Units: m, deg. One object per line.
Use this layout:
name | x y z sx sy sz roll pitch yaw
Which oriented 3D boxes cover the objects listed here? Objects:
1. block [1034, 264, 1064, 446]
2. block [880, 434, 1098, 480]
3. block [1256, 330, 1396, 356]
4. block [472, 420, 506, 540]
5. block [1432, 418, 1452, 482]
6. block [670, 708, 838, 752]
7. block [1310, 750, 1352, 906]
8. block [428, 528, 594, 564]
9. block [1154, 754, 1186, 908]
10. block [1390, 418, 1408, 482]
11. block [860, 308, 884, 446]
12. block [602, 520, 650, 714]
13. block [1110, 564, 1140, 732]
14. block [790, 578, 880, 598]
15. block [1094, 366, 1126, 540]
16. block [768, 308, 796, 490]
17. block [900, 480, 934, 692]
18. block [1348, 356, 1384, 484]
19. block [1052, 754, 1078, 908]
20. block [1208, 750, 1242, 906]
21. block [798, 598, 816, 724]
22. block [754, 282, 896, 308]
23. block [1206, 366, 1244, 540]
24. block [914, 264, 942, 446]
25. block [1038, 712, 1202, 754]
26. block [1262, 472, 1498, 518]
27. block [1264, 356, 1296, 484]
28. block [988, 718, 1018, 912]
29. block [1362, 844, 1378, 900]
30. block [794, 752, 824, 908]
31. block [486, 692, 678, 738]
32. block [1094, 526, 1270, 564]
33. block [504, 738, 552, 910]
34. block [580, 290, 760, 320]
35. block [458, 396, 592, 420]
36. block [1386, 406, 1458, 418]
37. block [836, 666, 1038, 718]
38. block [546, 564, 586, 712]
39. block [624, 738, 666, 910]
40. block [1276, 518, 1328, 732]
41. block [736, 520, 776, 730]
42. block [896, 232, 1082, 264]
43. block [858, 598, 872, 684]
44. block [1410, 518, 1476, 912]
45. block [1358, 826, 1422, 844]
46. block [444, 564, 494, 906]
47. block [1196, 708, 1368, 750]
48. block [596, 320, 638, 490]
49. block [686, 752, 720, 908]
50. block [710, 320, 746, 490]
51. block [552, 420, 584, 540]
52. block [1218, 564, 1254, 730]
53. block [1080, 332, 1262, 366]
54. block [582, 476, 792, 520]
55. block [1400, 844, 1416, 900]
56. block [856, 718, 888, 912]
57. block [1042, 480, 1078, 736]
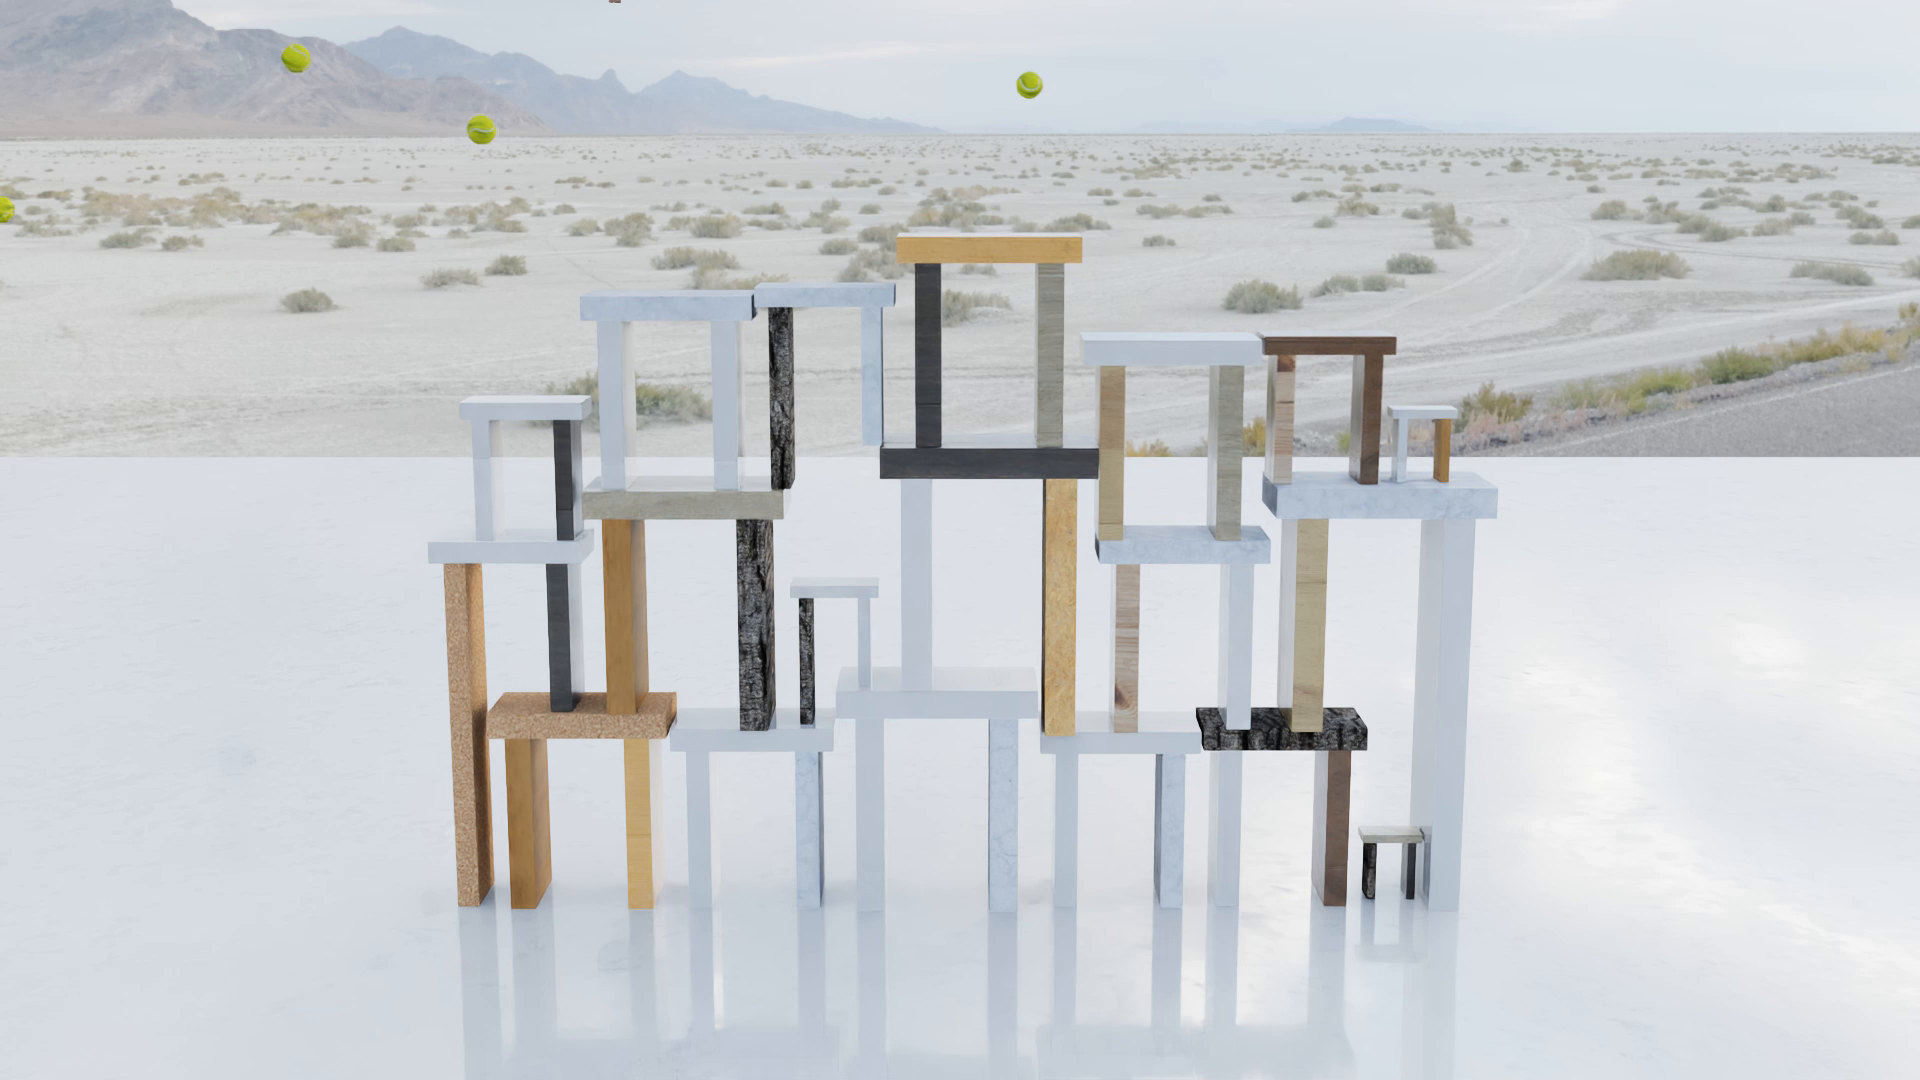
block | 0.142 -0.301 3.504 0.041 0.287 0.144 0 11 0
block | 0.046 -0.135 3.532 0.344 0.049 0.172 0 11 0
block | 0.582 -0.314 3.502 0.206 0.029 0.103 0 11 0
block | -0.759 -0.103 3.542 0.027 0.194 0.097 0 11 0
block | 0.774 -0.147 3.531 0.015 0.103 0.051 0 11 0
block | -0.337 0.312 3.617 0.265 0.037 0.132 0 11 0
block | 0.615 0.459 3.650 0.037 0.265 0.132 0 11 0
block | -0.724 0.009 3.560 0.245 0.035 0.122 0 11 0
block | 0.347 0.462 3.645 0.037 0.260 0.130 0 11 0
block | 0.705 -0.147 3.531 0.015 0.103 0.051 0 11 0
block | -0.139 -0.266 3.507 0.031 0.218 0.109 0 11 0
block | -0.544 0.110 3.582 0.045 0.319 0.159 0 11 0
block | 0.268 0.162 3.588 0.039 0.277 0.136 0 11 0
block | -0.202 0.077 3.571 0.142 0.020 0.071 0 11 0
block | 0.240 -0.149 3.531 0.039 0.278 0.139 0 11 1
block | -0.284 -0.232 3.514 0.031 0.288 0.109 0 11 0
block | -0.069 0.058 3.568 0.049 0.344 0.172 0 11 0
block | 0.650 -0.199 3.523 0.029 0.206 0.103 0 11 0
block | 0.173 0.462 3.645 0.037 0.260 0.130 0 11 0
block | 0.439 0.459 3.650 0.037 0.265 0.132 0 11 0
block | -0.250 0.190 3.592 0.020 0.210 0.071 0 11 0
block | -0.212 -0.388 3.485 0.218 0.031 0.109 0 11 0
block | 0.425 -0.148 3.529 0.039 0.278 0.139 0 11 0
block | -0.050 -0.301 3.504 0.041 0.287 0.144 0 11 0
block | 0.260 0.316 3.618 0.260 0.037 0.130 0 11 0
block | 0.673 -0.073 3.548 0.347 0.049 0.174 0 11 0
block | 0.513 -0.199 3.523 0.029 0.206 0.103 0 11 0
block | 0.071 0.431 3.637 0.046 0.324 0.162 0 11 0
block | 0.681 0.543 3.657 0.014 0.097 0.049 0 11 0
block | -0.248 0.460 3.644 0.037 0.265 0.132 0 11 0
block | -0.618 0.287 3.610 0.288 0.041 0.144 0 11 0
block | 0.358 0.007 3.560 0.272 0.039 0.136 0 11 0
block | -0.714 0.449 3.640 0.041 0.288 0.144 0 11 0
block | -0.459 -0.373 3.495 0.267 0.038 0.134 0 11 0
block | -0.694 -0.212 3.521 0.193 0.027 0.097 0 11 0
block | 0.739 -0.205 3.520 0.103 0.015 0.051 0 11 0
block | -0.037 0.249 3.603 0.324 0.046 0.162 0 11 0
block | -0.643 0.147 3.586 0.035 0.245 0.122 0 11 0
block | -0.522 0.449 3.640 0.041 0.288 0.144 0 11 0
block | 0.557 0.122 3.584 0.049 0.347 0.174 0 11 0
block | -0.332 0.123 3.584 0.045 0.345 0.159 0 11 0
block | 0.046 -0.462 3.474 0.287 0.041 0.144 0 11 0
block | -0.155 0.157 3.586 0.020 0.142 0.071 0 11 0
block | 0.789 0.270 3.612 0.049 0.649 0.174 0 11 0
block | 0.713 0.488 3.647 0.097 0.014 0.049 0 11 0
block | -0.806 0.308 3.616 0.035 0.574 0.122 0 11 0
block | 0.527 0.311 3.622 0.265 0.037 0.132 0 11 0
block | -0.548 -0.223 3.523 0.038 0.267 0.134 0 11 0
block | -0.425 0.460 3.644 0.037 0.265 0.132 0 11 0
block | -0.370 -0.223 3.523 0.038 0.267 0.134 0 11 0
block | -0.630 -0.103 3.541 0.027 0.194 0.097 0 11 0
block | 0.449 0.159 3.589 0.039 0.272 0.136 0 11 0
block | 0.333 -0.305 3.501 0.278 0.039 0.139 0 11 0
block | -0.438 -0.069 3.549 0.319 0.045 0.159 0 11 0
block | 0.746 0.543 3.657 0.014 0.097 0.049 0 11 0
block | -0.145 0.431 3.637 0.046 0.324 0.162 0 11 0
block | 0.160 0.094 3.574 0.049 0.417 0.172 0 11 0
